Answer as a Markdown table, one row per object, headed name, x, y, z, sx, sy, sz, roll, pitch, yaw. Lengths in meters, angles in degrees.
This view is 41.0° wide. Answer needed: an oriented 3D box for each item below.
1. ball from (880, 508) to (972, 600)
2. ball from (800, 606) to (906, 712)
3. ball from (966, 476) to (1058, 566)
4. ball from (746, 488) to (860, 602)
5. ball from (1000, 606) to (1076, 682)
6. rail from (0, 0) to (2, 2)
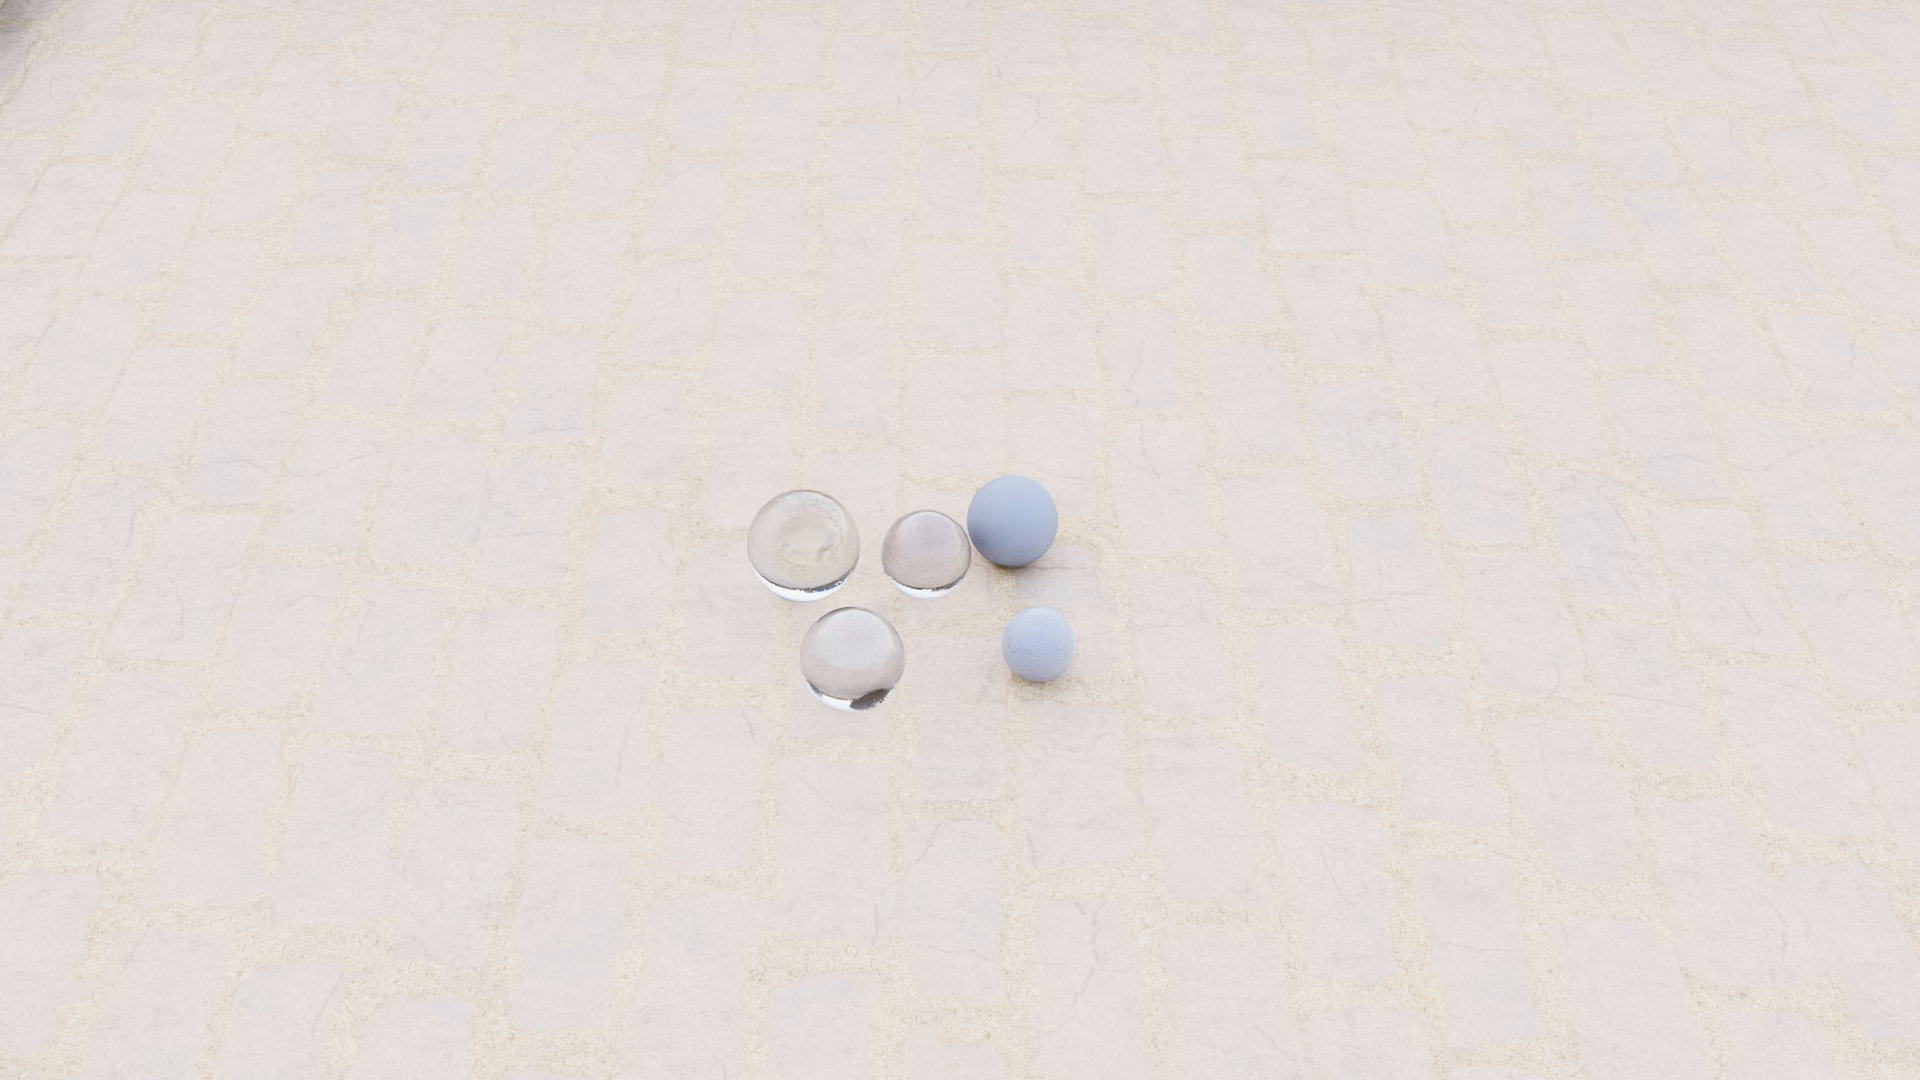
| name | x | y | z | sx | sy | sz | roll | pitch | yaw |
| --- | --- | --- | --- | --- | --- | --- | --- | --- | --- |
| ball | -0.022 | 0.009 | 1.644 | 0.058 | 0.058 | 0.058 | 0 | 36 | 0 |
| ball | -0.065 | 0.072 | 1.553 | 0.064 | 0.064 | 0.064 | 0 | 36 | 0 |
| ball | 0.034 | -0.012 | 1.672 | 0.060 | 0.060 | 0.060 | 0 | 36 | 0 |
| ball | -0.100 | 0.003 | 1.640 | 0.072 | 0.072 | 0.072 | 0 | 36 | 0 |
| ball | 0.048 | 0.064 | 1.579 | 0.046 | 0.046 | 0.046 | 0 | 36 | 0 |
| rail | -0.868 | -0.011 | 1.639 | 0.045 | 0.094 | 2.047 | 0 | 36 | 0 |
